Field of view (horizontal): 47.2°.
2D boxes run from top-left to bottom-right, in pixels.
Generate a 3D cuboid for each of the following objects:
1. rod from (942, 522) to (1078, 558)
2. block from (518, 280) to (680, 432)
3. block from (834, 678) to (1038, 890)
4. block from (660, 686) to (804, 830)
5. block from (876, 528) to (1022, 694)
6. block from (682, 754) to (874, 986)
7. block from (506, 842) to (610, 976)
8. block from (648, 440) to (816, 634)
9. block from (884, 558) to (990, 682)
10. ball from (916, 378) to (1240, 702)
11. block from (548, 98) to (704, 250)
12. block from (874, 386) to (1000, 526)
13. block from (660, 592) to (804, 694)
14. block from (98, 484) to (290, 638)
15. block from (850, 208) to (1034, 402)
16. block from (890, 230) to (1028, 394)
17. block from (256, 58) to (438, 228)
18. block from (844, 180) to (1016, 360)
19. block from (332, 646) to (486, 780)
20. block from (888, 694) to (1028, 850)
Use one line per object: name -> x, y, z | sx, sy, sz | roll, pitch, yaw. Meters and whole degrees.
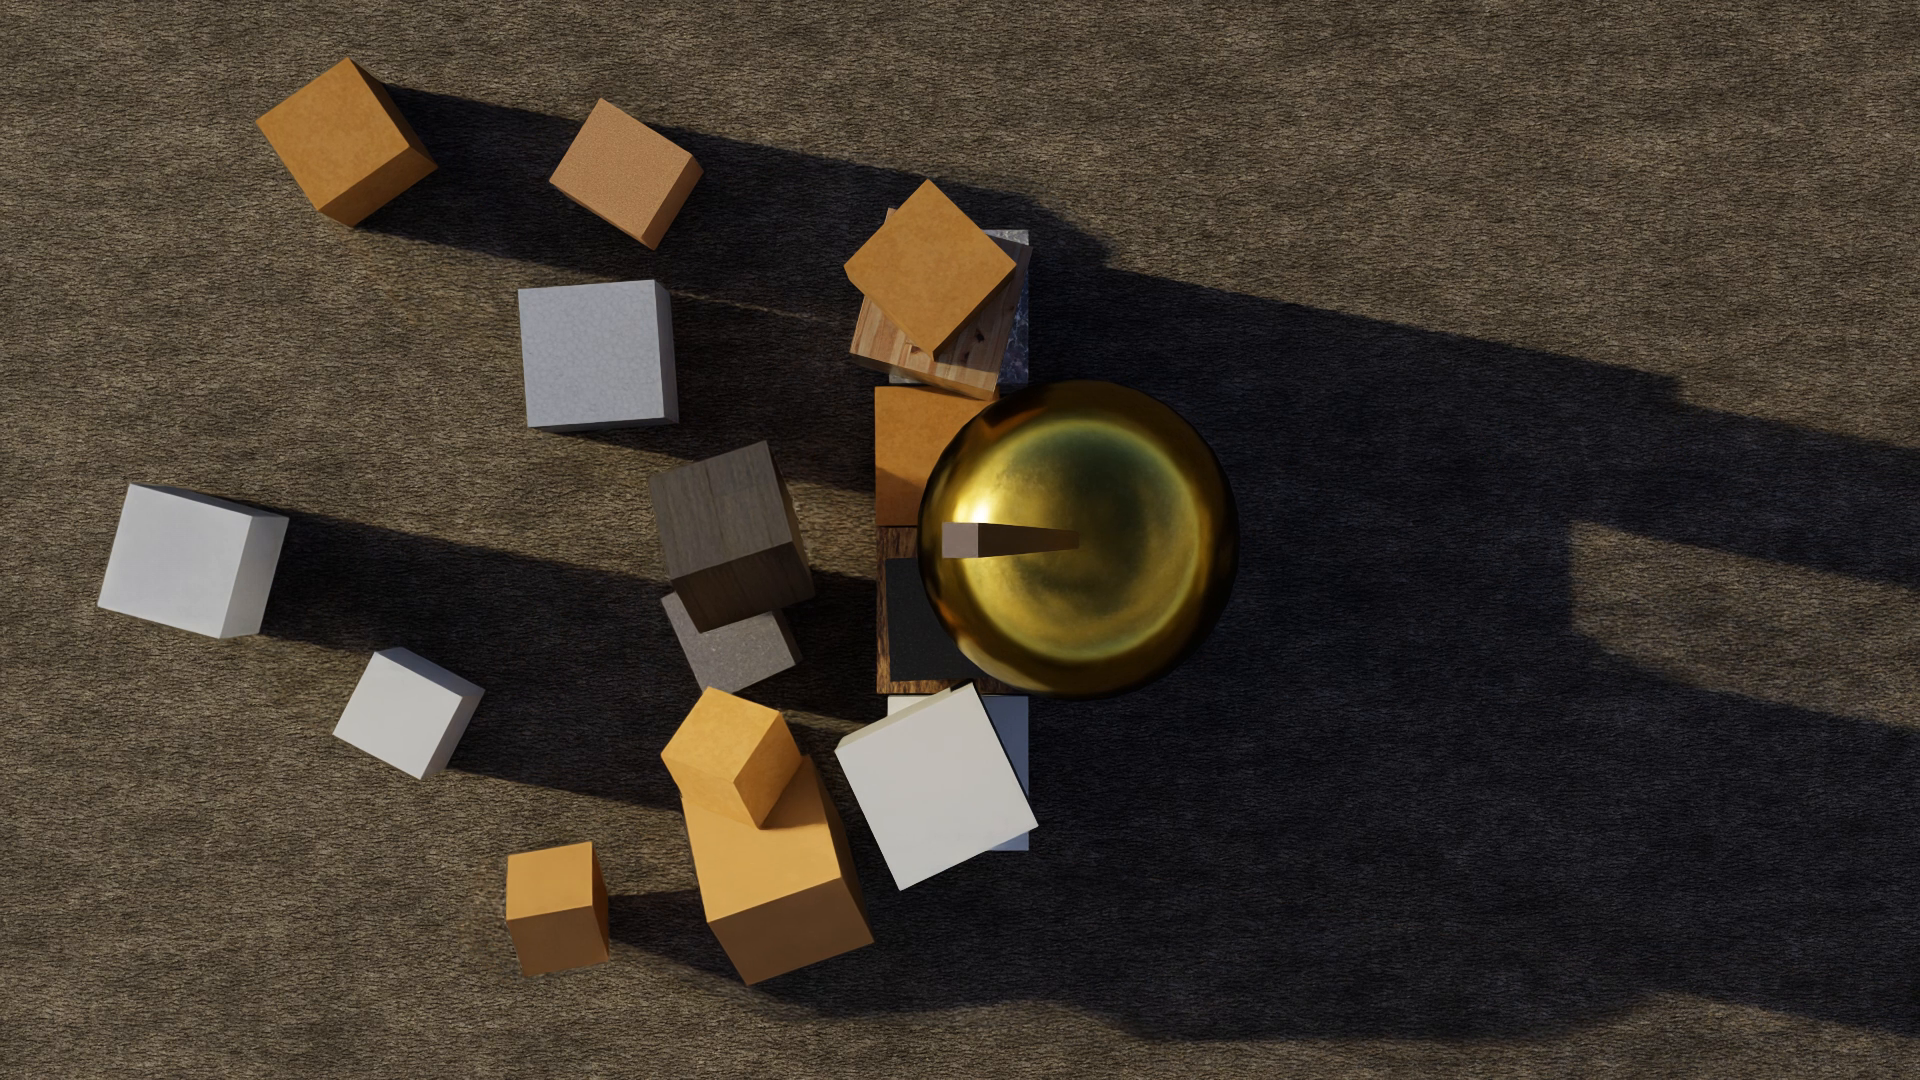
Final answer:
rod -> 0.251, 0.000, 7.464 | 0.080, 5.200, 0.080 | 0, 90, 6
block -> -2.069, -1.046, 12.665 | 0.767, 0.670, 0.774 | -4, 90, 0
block -> -0.121, 1.277, 11.688 | 0.786, 0.793, 0.794 | -25, 90, 0
block -> -1.260, 1.208, 12.209 | 0.494, 0.475, 0.492 | 16, 57, 28
block -> -0.014, 0.391, 12.612 | 0.896, 0.776, 0.922 | 0, 90, 0
block -> -1.028, 1.868, 12.438 | 0.766, 0.765, 0.838 | -19, 50, 0
block -> -2.309, 2.120, 12.644 | 0.486, 0.504, 0.475 | -10, 128, -3
block -> -1.254, -0.016, 12.122 | 0.684, 0.561, 0.709 | -18, 55, 0
block -> -0.070, 0.410, 11.892 | 0.619, 0.663, 0.643 | -3, 90, 0
ball -> 0.580, 0.000, 10.848 | 1.600, 1.600, 1.600 | 0, 90, 0
block -> -1.920, -2.105, 12.718 | 0.612, 0.563, 0.555 | 32, 90, 0
block -> -0.125, -0.468, 12.605 | 0.691, 0.790, 0.771 | 0, 90, 0
block -> -1.305, 0.516, 12.685 | 0.542, 0.631, 0.652 | -24, 90, 0
block -> -4.397, 0.119, 12.655 | 0.710, 0.689, 0.711 | 15, 90, 0
block -> -0.096, -1.231, 11.682 | 0.769, 0.833, 0.769 | 15, 90, 0
block -> -0.007, -1.285, 12.549 | 0.765, 0.902, 0.844 | 0, 90, 0
block -> -3.514, -2.275, 12.656 | 0.632, 0.687, 0.610 | -35, 90, 0
block -> -0.145, -1.336, 10.974 | 0.602, 0.583, 0.591 | 44, 90, 0
block -> -3.171, 0.991, 12.697 | 0.558, 0.607, 0.523 | 27, 90, 0
block -> -0.010, 1.284, 12.543 | 0.772, 0.915, 0.846 | 0, 90, 0
